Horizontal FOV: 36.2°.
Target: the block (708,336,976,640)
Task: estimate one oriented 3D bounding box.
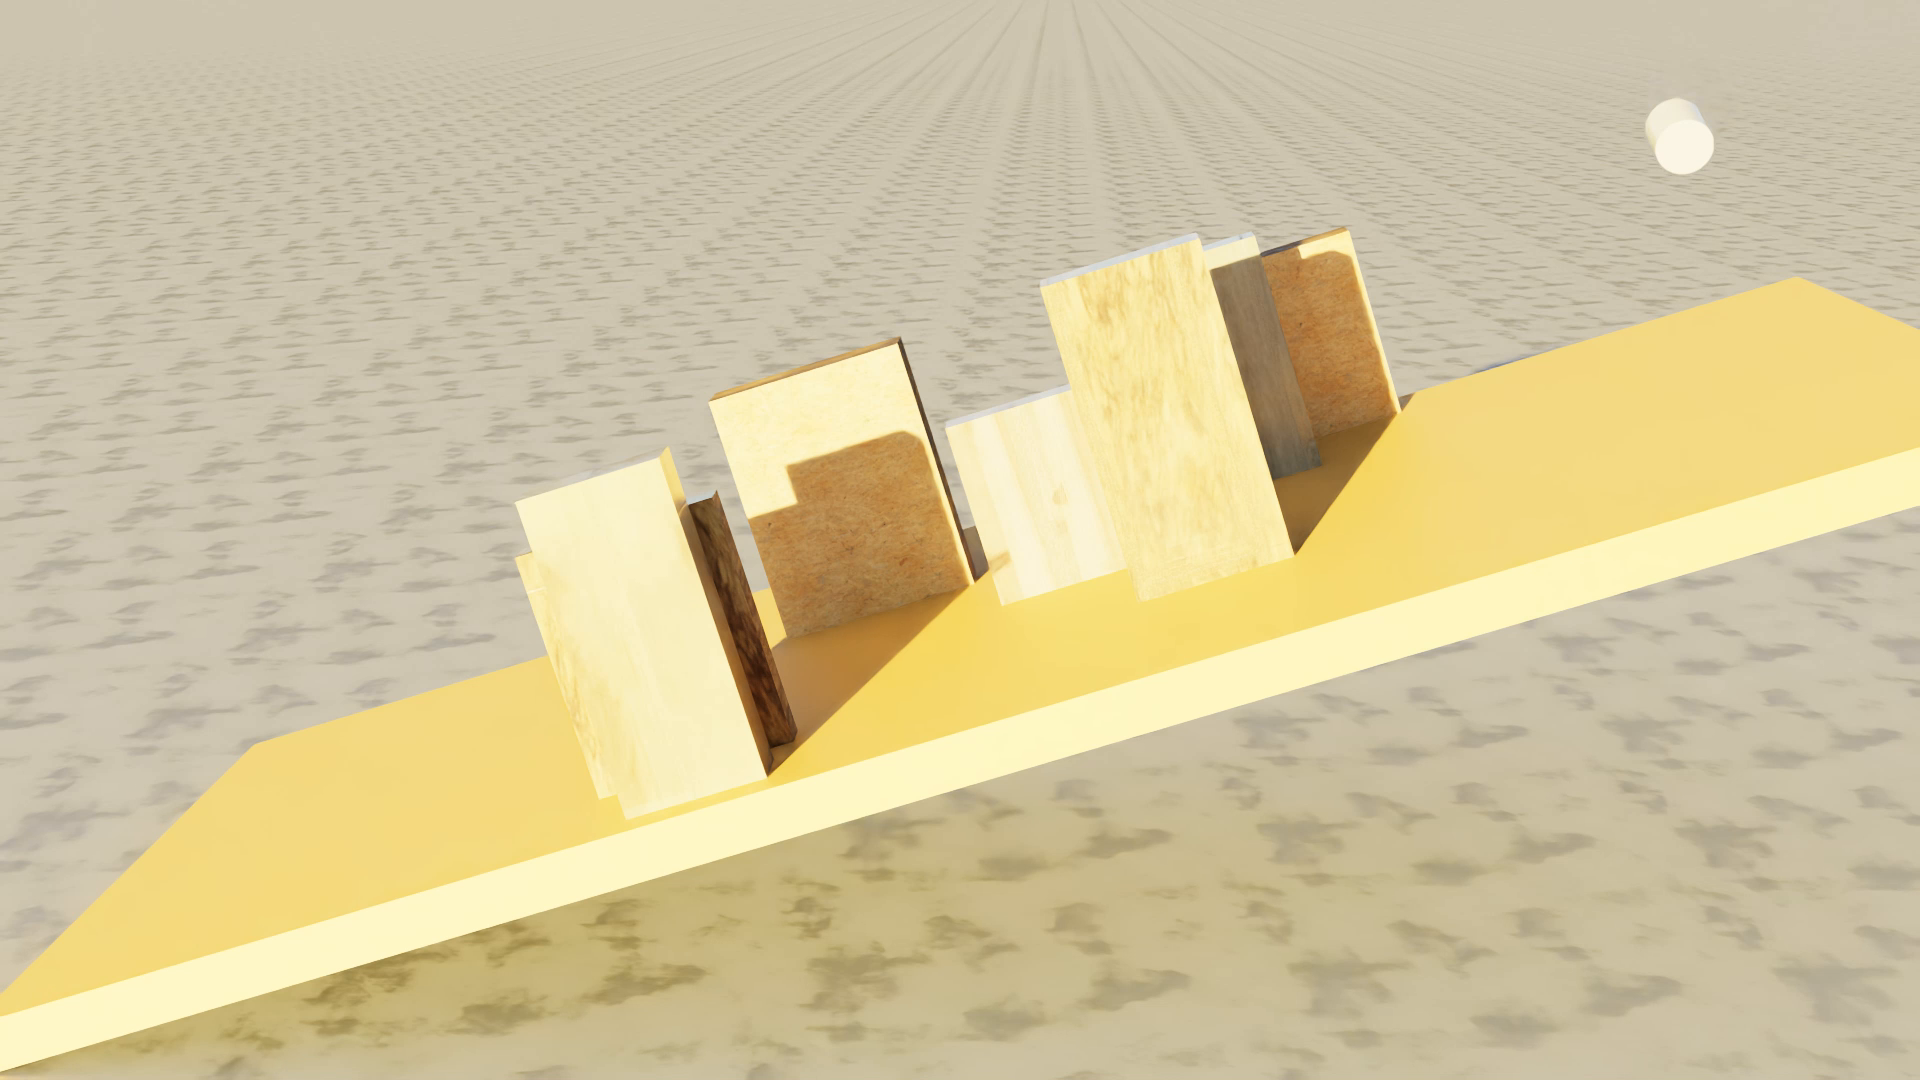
[{"bbox_3d":[-0.261,-0.117,6.629,0.441,0.567,0.136,-17,10,5],"label":"block"}]

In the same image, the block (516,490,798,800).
[{"bbox_3d":[-0.583,0.203,5.676,0.398,0.500,0.083,-17,10,5],"label":"block"}]

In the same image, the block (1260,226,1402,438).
[{"bbox_3d":[0.834,-0.480,7.019,0.314,0.452,0.111,-17,10,5],"label":"block"}]

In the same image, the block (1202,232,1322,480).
[{"bbox_3d":[0.553,-0.378,6.693,0.396,0.545,0.112,-17,10,5],"label":"block"}]

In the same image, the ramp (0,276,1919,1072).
[{"bbox_3d":[0.098,0.184,6.313,4.000,0.100,2.000,-17,10,5],"label":"ramp"}]

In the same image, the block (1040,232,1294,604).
[{"bbox_3d":[0.414,-0.244,5.885,0.326,0.664,0.134,-17,10,5],"label":"block"}]

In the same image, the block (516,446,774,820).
[{"bbox_3d":[-0.582,0.173,5.466,0.277,0.629,0.132,-17,10,5],"label":"block"}]

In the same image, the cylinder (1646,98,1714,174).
[{"bbox_3d":[1.424,-0.799,5.822,0.114,0.114,0.114,0,30,1],"label":"cylinder"}]

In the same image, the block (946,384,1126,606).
[{"bbox_3d":[0.179,-0.102,6.271,0.312,0.401,0.095,-17,10,5],"label":"block"}]
